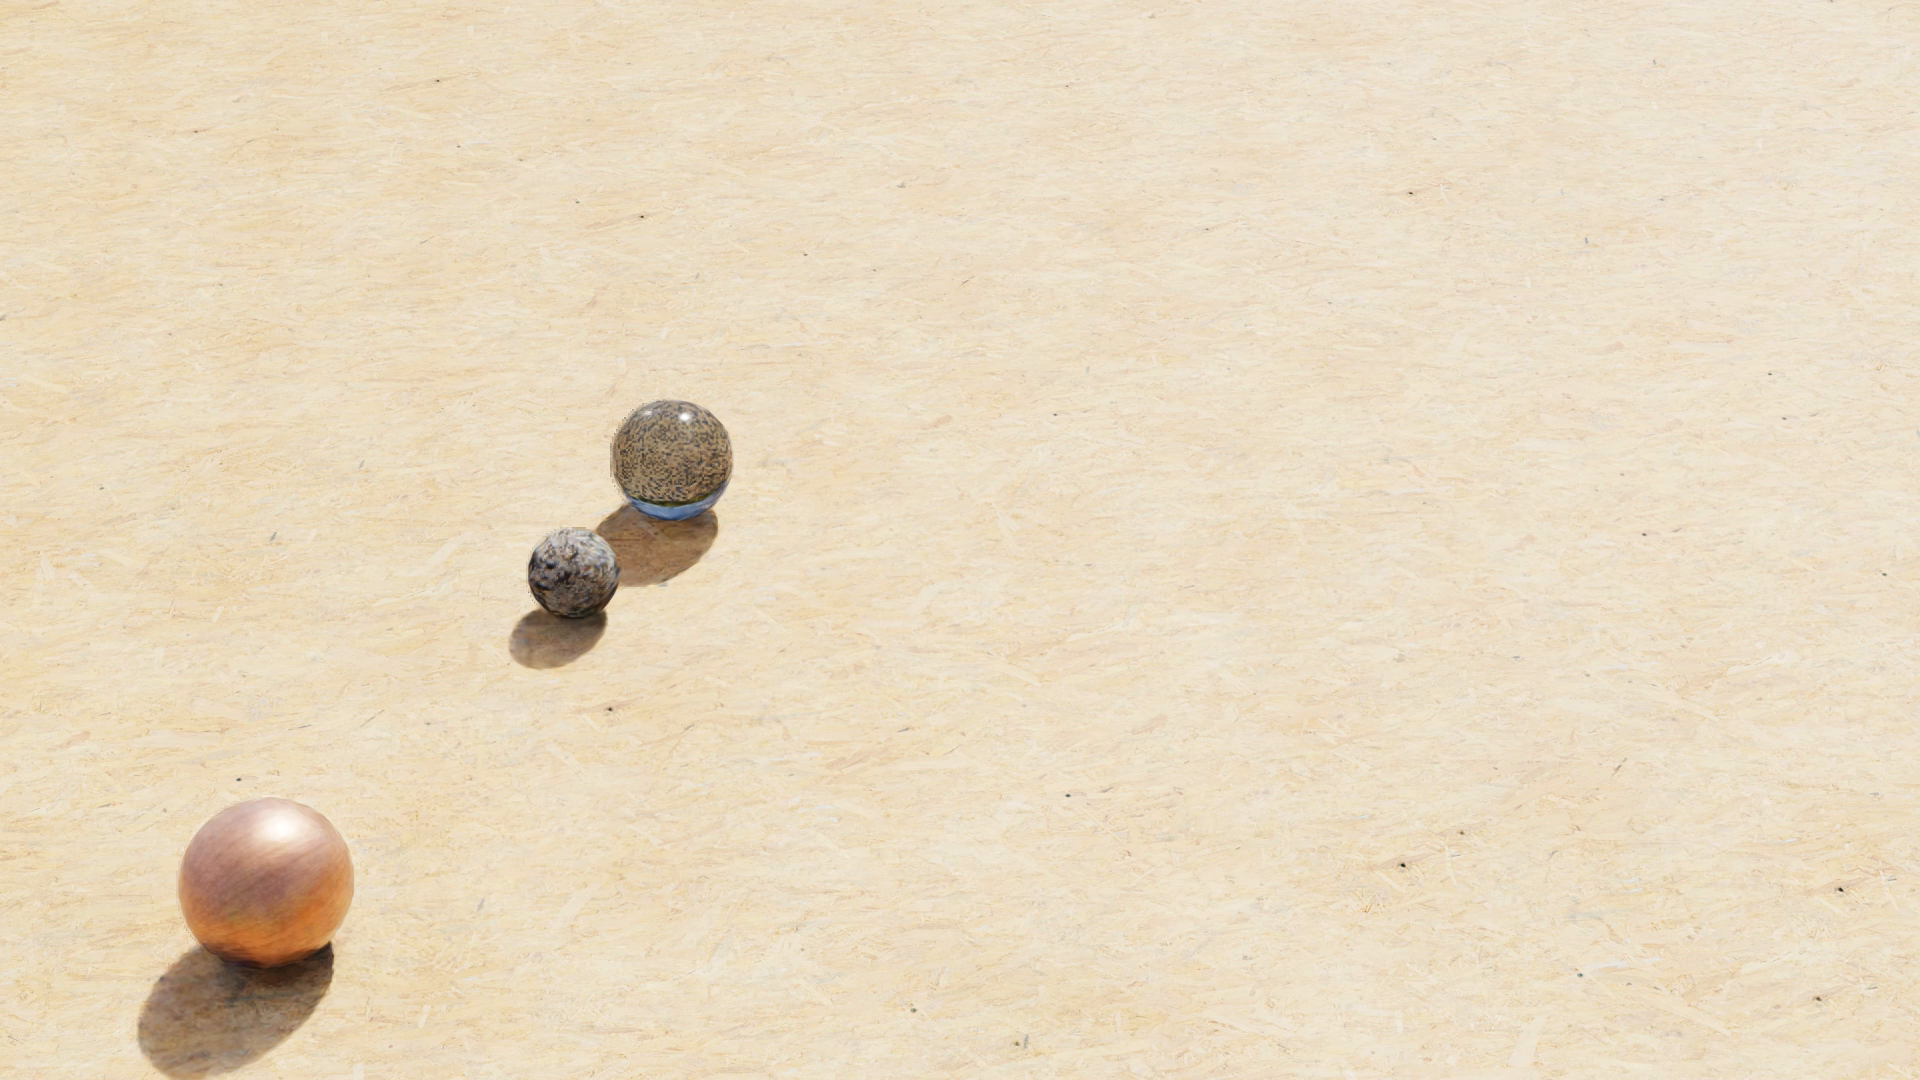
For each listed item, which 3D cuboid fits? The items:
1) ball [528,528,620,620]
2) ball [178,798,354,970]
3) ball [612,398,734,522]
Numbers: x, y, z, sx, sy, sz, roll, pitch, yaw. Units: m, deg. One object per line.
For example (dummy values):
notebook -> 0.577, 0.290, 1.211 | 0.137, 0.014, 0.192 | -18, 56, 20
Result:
ball -> -0.225, 0.020, 1.493 | 0.053, 0.053, 0.053 | 0, 37, 0
ball -> -0.342, 0.169, 1.266 | 0.085, 0.085, 0.085 | 0, 37, 0
ball -> -0.175, -0.049, 1.566 | 0.075, 0.075, 0.075 | 0, 37, 0
